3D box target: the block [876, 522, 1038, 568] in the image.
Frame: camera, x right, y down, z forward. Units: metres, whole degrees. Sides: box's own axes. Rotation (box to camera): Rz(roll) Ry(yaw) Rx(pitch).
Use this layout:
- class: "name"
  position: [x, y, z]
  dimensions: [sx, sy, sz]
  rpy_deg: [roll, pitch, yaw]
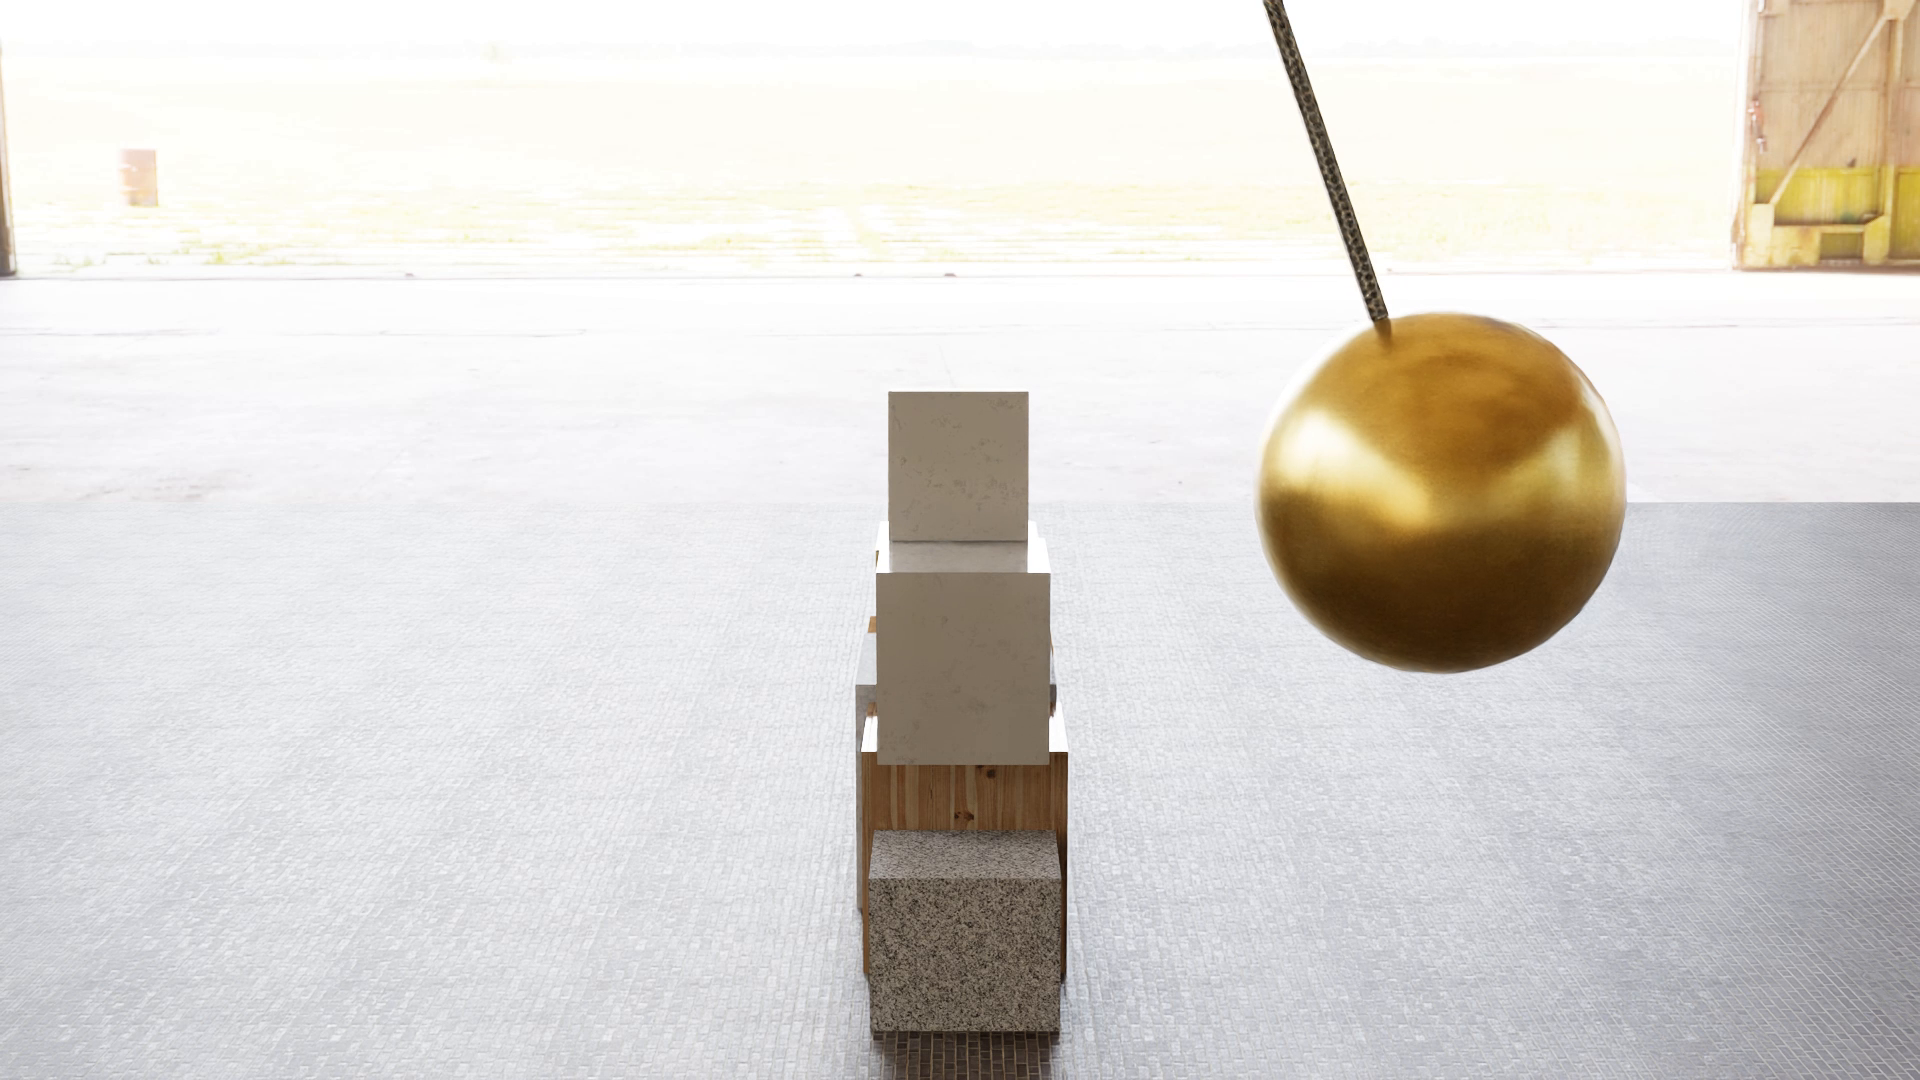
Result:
- class: "block"
  position: [-0.008, 0.286, 10.772]
  dimensions: [0.668, 0.623, 0.665]
  rpy_deg: [0, 10, 0]

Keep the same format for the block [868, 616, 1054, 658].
- class: "block"
  position: [-0.004, 0.878, 12.204]
  dimensions: [0.865, 0.906, 0.716]
  rpy_deg: [0, 10, 0]

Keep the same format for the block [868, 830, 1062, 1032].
- class: "block"
  position: [0.019, 1.479, 9.781]
  dimensions: [0.707, 0.591, 0.615]
  rpy_deg: [0, 10, 0]

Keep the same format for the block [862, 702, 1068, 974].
- class: "block"
  position: [0.019, 1.197, 10.455]
  dimensions: [0.805, 0.905, 0.792]
  rpy_deg: [0, 10, 0]

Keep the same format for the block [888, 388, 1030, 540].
- class: "block"
  position: [-0.006, -0.316, 10.484]
  dimensions: [0.562, 0.597, 0.492]
  rpy_deg: [0, 5, 0]

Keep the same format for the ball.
- class: "ball"
  position: [2.074, -0.216, 11.141]
  dimensions: [1.600, 1.600, 1.600]
  rpy_deg: [0, 10, 0]

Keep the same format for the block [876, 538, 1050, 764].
- class: "block"
  position: [0.013, 0.425, 10.080]
  dimensions: [0.657, 0.748, 0.726]
  rpy_deg: [0, 10, 0]

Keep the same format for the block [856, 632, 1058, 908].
- class: "block"
  position: [-0.016, 0.997, 11.341]
  dimensions: [0.847, 0.980, 1.004]
  rpy_deg: [0, 10, 0]

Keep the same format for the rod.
- class: "rod"
  position: [0.899, -3.355, 10.570]
  dimensions: [0.080, 5.200, 0.080]
  rpy_deg: [-20, 10, 4]
